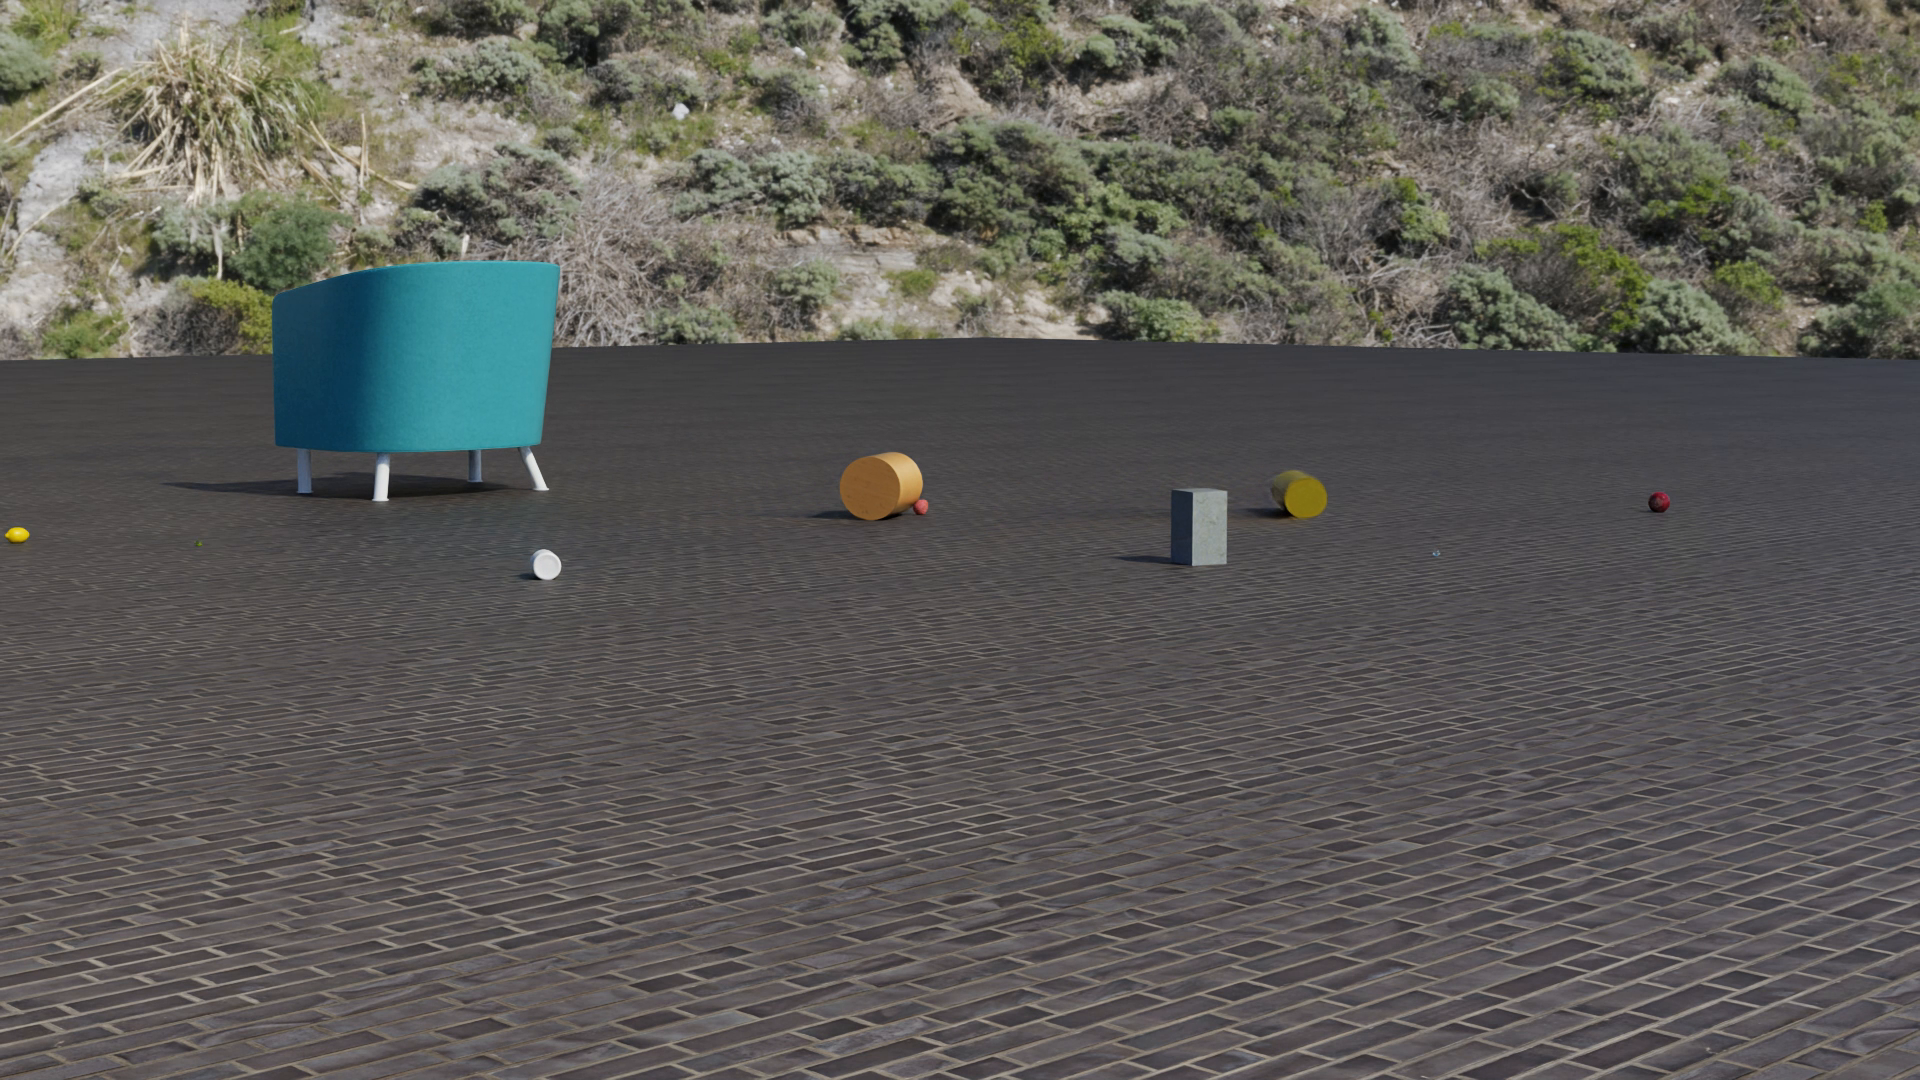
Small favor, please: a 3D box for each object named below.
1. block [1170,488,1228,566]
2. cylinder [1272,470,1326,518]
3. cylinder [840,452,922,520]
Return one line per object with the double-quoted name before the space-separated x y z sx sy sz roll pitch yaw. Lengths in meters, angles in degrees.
"block" 0.549 -0.031 5.895 0.093 0.168 0.092 -3 7 -27
"cylinder" 0.935 -0.126 7.086 0.116 0.113 0.256 -3 6 -1
"cylinder" -0.214 -0.148 7.013 0.173 0.172 0.198 20 11 14
